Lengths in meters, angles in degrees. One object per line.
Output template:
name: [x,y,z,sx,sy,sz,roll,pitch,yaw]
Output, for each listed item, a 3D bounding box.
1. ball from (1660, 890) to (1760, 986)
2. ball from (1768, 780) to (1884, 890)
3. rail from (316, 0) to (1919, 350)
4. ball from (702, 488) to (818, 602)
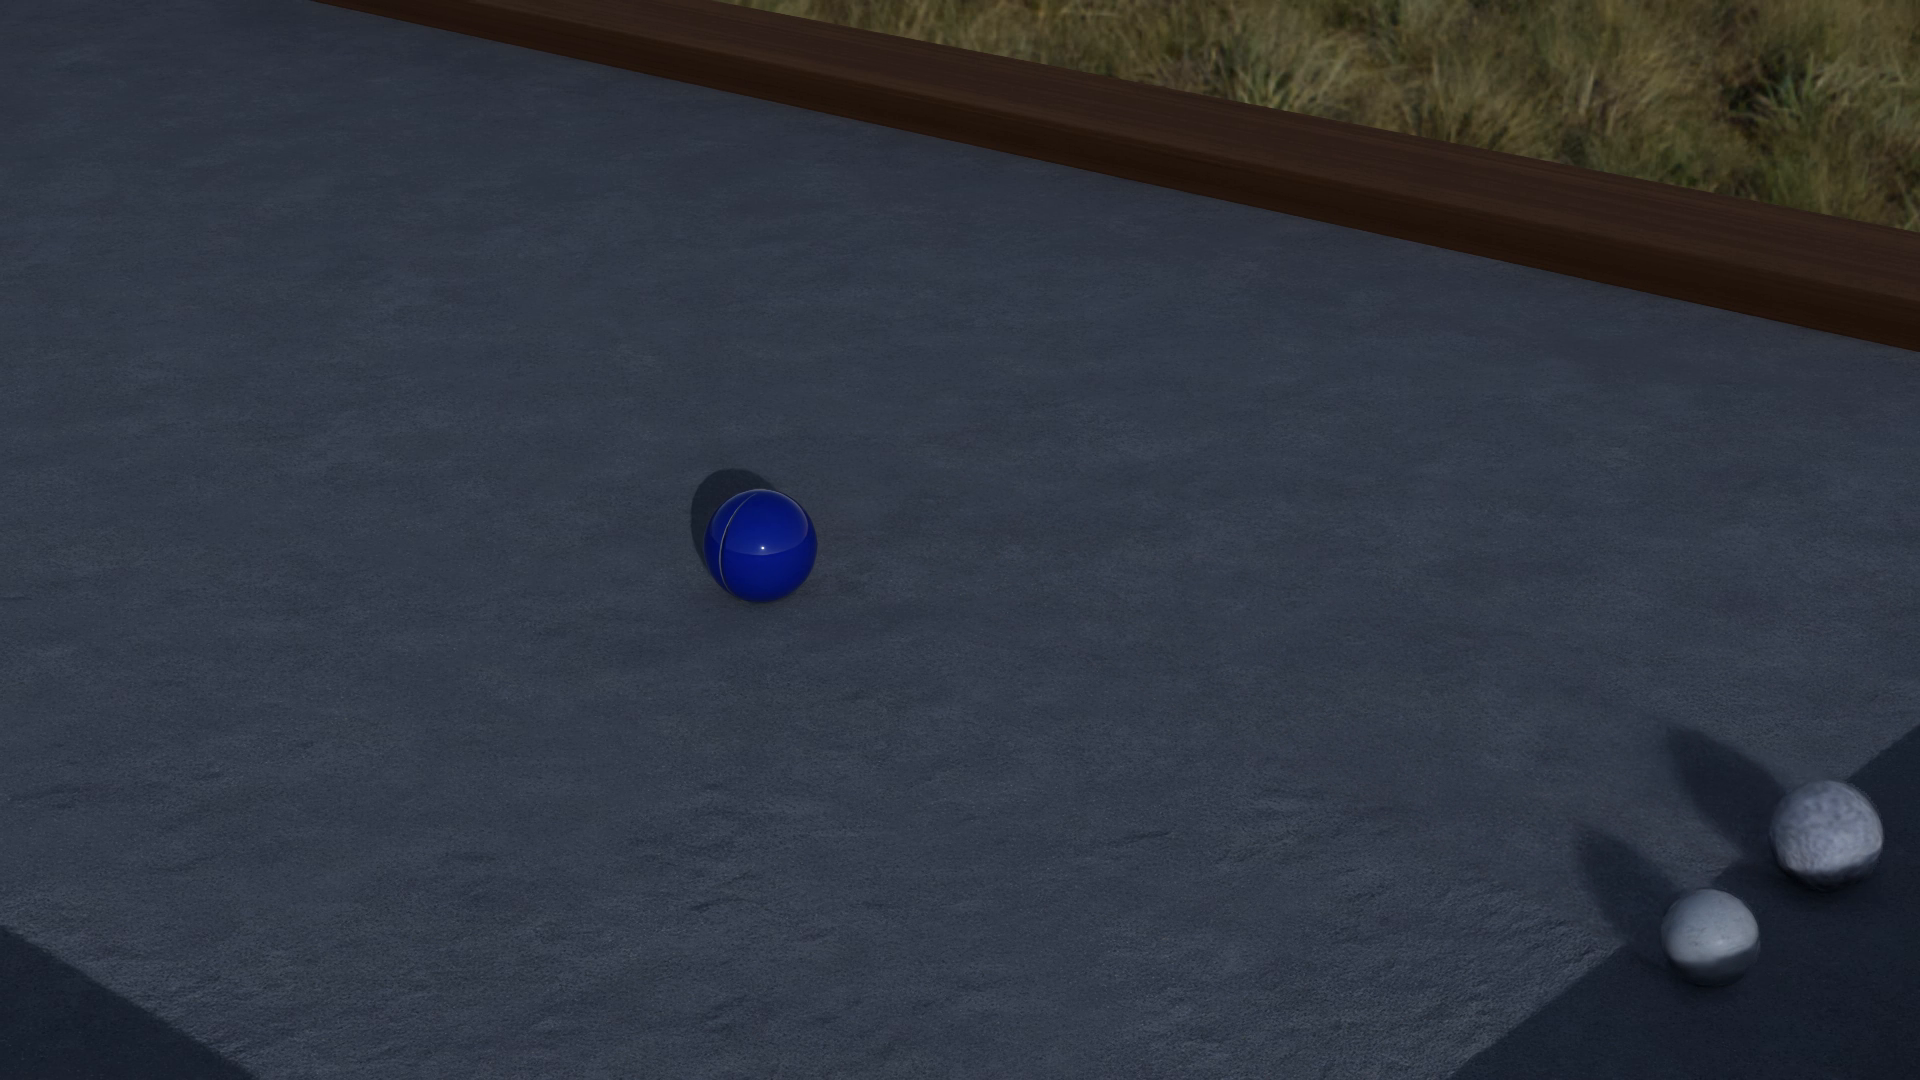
ball: [0.486,0.258,1.905,0.062,0.062,0.062,0,22,0]
ball: [0.595,0.203,2.023,0.076,0.076,0.076,0,22,0]
rail: [-0.062,-0.604,3.955,4.278,0.126,0.045,18,28,38]
ball: [-0.169,0.005,2.487,0.097,0.097,0.097,0,22,0]
